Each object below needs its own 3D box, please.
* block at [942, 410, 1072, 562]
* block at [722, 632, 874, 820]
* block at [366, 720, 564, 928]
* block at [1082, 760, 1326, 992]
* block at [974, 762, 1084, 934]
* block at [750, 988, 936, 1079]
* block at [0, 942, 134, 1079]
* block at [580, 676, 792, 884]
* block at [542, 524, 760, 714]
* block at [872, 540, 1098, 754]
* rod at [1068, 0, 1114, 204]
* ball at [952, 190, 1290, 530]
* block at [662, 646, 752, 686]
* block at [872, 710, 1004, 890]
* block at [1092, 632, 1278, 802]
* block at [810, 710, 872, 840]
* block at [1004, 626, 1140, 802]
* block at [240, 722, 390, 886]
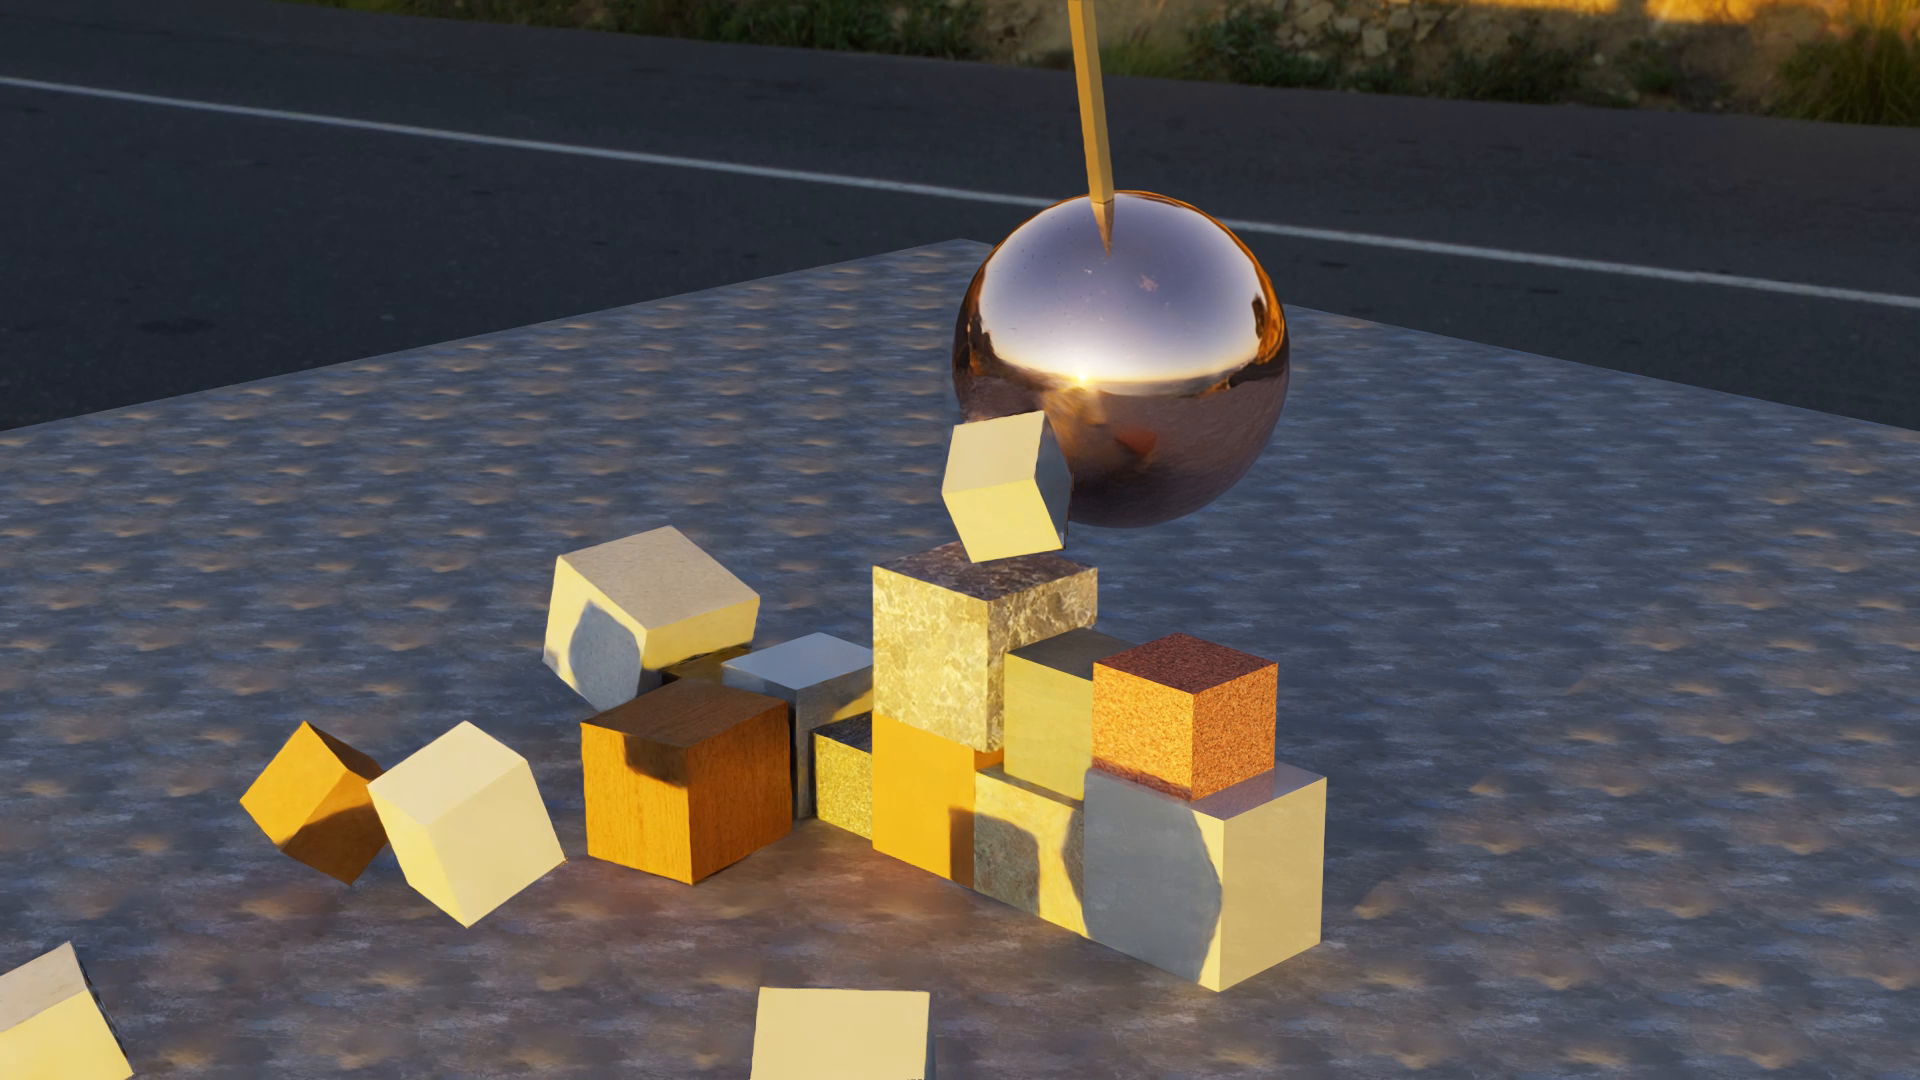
[{"bbox_3d":[0.211,-0.235,12.865,0.420,0.415,0.449,-9,41,18],"label":"block"},{"bbox_3d":[-0.741,0.900,14.376,0.644,0.662,0.545,-17,24,-42],"label":"block"},{"bbox_3d":[-2.000,1.146,11.880,0.494,0.531,0.460,-34,37,-27],"label":"block"},{"bbox_3d":[1.052,1.373,12.682,0.681,0.776,0.779,-17,24,-42],"label":"block"},{"bbox_3d":[0.542,1.311,13.211,0.681,0.578,0.663,-17,24,-42],"label":"block"},{"bbox_3d":[-0.413,2.035,10.387,0.601,0.614,0.665,1,54,3],"label":"block"},{"bbox_3d":[-3.528,1.913,11.315,0.460,0.405,0.508,-27,23,-16],"label":"block"},{"bbox_3d":[-1.269,1.110,13.691,0.629,0.660,0.742,10,20,34],"label":"block"},{"bbox_3d":[-1.605,0.464,15.206,0.734,0.657,0.763,-17,41,-41],"label":"block"},{"bbox_3d":[0.113,0.457,13.390,0.711,0.709,0.729,-16,24,-42],"label":"block"},{"bbox_3d":[0.329,-3.913,12.457,0.080,5.200,0.080,17,34,42],"label":"rod"},{"bbox_3d":[0.760,-0.851,13.871,1.600,1.600,1.600,0,17,0],"label":"ball"},{"bbox_3d":[-1.129,0.877,14.791,0.494,0.458,0.557,-17,24,-42],"label":"block"},{"bbox_3d":[0.056,1.116,13.633,0.660,0.693,0.647,16,24,42],"label":"block"},{"bbox_3d":[0.961,0.751,12.568,0.550,0.480,0.560,-17,24,-42],"label":"block"},{"bbox_3d":[-0.368,1.120,14.056,0.487,0.434,0.485,-17,24,-42],"label":"block"},{"bbox_3d":[0.572,0.775,13.006,0.497,0.567,0.562,-17,24,-42],"label":"block"},{"bbox_3d":[-2.826,1.179,13.107,0.413,0.460,0.465,38,-1,40],"label":"block"}]
